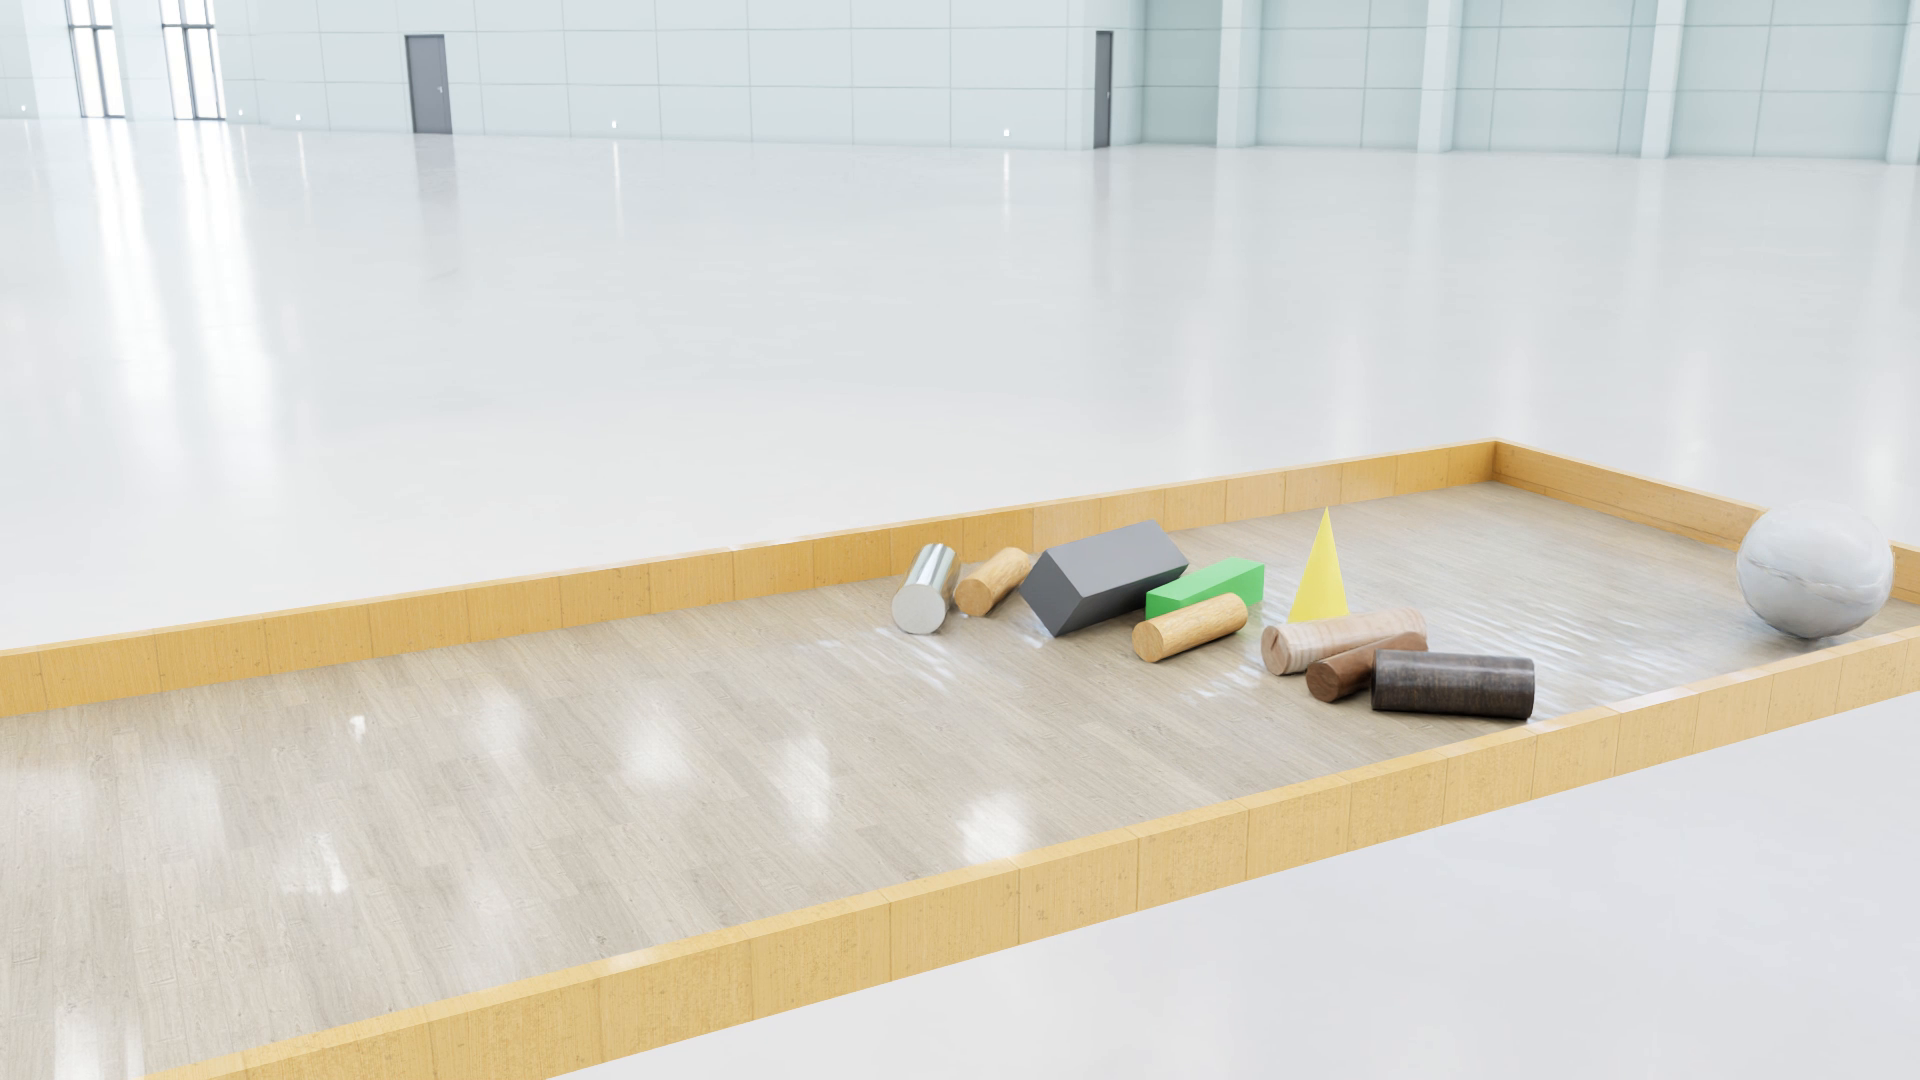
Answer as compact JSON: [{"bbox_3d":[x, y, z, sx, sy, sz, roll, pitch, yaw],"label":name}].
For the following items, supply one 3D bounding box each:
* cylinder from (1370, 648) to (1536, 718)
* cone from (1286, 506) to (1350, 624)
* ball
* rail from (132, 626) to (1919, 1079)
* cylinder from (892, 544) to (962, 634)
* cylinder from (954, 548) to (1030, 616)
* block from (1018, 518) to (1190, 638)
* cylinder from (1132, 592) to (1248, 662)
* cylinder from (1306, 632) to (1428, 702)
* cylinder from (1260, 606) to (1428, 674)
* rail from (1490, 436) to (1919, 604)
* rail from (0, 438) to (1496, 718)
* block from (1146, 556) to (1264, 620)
[{"bbox_3d":[1.172,0.342,3.937,0.360,0.144,0.144,3,17,10],"label":"cylinder"},{"bbox_3d":[0.988,0.073,4.490,0.180,0.347,0.180,0,16,0],"label":"cone"},{"bbox_3d":[2.290,0.077,4.426,0.377,0.377,0.377,0,16,0],"label":"ball"},{"bbox_3d":[-2.336,1.006,1.665,12.000,0.150,0.050,-9,18,-27],"label":"rail"},{"bbox_3d":[-0.090,0.134,4.636,0.147,0.147,0.376,2,16,6],"label":"cylinder"},{"bbox_3d":[0.097,0.118,4.756,0.111,0.111,0.329,6,17,20],"label":"cylinder"},{"bbox_3d":[0.403,0.101,4.581,0.446,0.173,0.173,-15,58,-41],"label":"block"},{"bbox_3d":[0.613,0.230,4.382,0.350,0.108,0.108,-15,22,-41],"label":"cylinder"},{"bbox_3d":[1.018,0.314,4.108,0.354,0.101,0.101,-13,21,-36],"label":"cylinder"},{"bbox_3d":[0.992,0.257,4.260,0.425,0.125,0.125,-7,18,-21],"label":"cylinder"},{"bbox_3d":[2.466,-0.048,5.253,0.050,0.150,2.100,-9,18,-27],"label":"rail"},{"bbox_3d":[-3.305,0.497,3.399,12.000,0.150,0.050,-9,18,-27],"label":"rail"},{"bbox_3d":[0.691,0.158,4.626,0.109,0.109,0.440,14,21,39],"label":"block"}]
